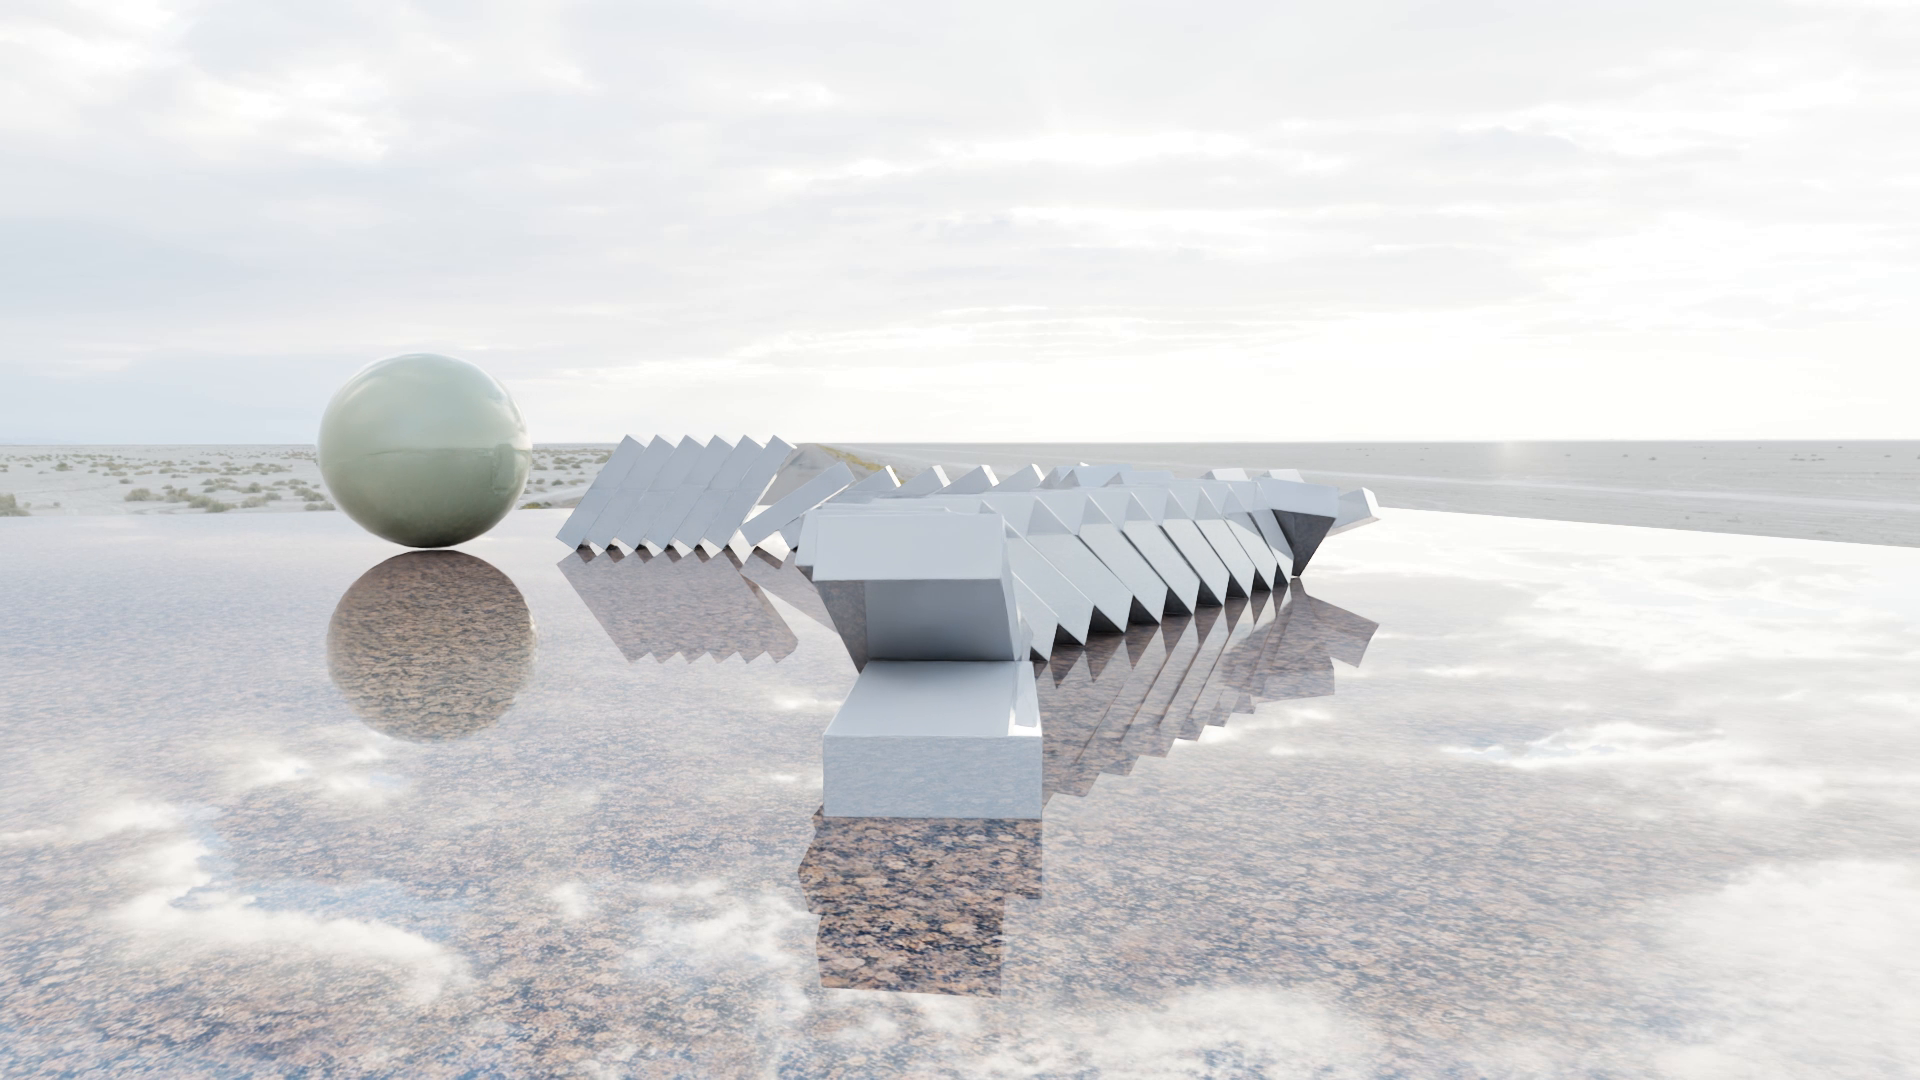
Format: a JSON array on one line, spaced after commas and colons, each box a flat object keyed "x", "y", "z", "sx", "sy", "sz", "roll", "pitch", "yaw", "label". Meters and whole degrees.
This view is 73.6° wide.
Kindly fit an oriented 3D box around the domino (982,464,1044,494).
[{"x": 0.011, "y": -0.013, "z": 0.515, "sx": 0.050, "sy": 0.009, "sz": 0.025, "roll": -30, "pitch": -3, "yaw": 8, "label": "domino"}]

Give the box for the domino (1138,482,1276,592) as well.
[{"x": 0.069, "y": -0.001, "z": 0.358, "sx": 0.025, "sy": 0.009, "sz": 0.050, "roll": 2, "pitch": -24, "yaw": 31, "label": "domino"}]

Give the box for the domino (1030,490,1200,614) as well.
[{"x": 0.037, "y": 0.003, "z": 0.308, "sx": 0.025, "sy": 0.009, "sz": 0.050, "roll": 3, "pitch": -23, "yaw": 31, "label": "domino"}]

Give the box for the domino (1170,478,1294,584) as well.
[{"x": 0.079, "y": -0.002, "z": 0.375, "sx": 0.025, "sy": 0.009, "sz": 0.050, "roll": 4, "pitch": -23, "yaw": 28, "label": "domino"}]

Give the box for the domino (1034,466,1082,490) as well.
[{"x": 0.036, "y": -0.011, "z": 0.481, "sx": 0.025, "sy": 0.009, "sz": 0.050, "roll": -2, "pitch": -27, "yaw": -30, "label": "domino"}]

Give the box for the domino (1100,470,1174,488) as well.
[{"x": 0.050, "y": -0.008, "z": 0.446, "sx": 0.025, "sy": 0.009, "sz": 0.050, "roll": -3, "pitch": -25, "yaw": -38, "label": "domino"}]

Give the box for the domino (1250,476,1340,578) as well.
[{"x": 0.096, "y": -0.003, "z": 0.390, "sx": 0.025, "sy": 0.009, "sz": 0.050, "roll": 8, "pitch": -21, "yaw": 5, "label": "domino"}]

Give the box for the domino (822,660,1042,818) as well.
[{"x": -0.002, "y": 0.025, "z": 0.171, "sx": 0.025, "sy": 0.009, "sz": 0.050, "roll": 0, "pitch": 4, "yaw": 2, "label": "domino"}]

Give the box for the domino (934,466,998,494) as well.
[{"x": -0.009, "y": -0.013, "z": 0.517, "sx": 0.050, "sy": 0.009, "sz": 0.025, "roll": -30, "pitch": -1, "yaw": 8, "label": "domino"}]

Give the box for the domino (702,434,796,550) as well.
[{"x": -0.086, "y": -0.020, "z": 0.525, "sx": 0.009, "sy": 0.050, "sz": 0.025, "roll": 35, "pitch": 1, "yaw": -6, "label": "domino"}]

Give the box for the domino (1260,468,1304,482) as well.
[{"x": 0.090, "y": -0.007, "z": 0.432, "sx": 0.050, "sy": 0.009, "sz": 0.025, "roll": -34, "pitch": -16, "yaw": 32, "label": "domino"}]

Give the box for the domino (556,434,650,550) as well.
[{"x": -0.144, "y": -0.020, "z": 0.522, "sx": 0.009, "sy": 0.050, "sz": 0.025, "roll": 35, "pitch": 1, "yaw": -6, "label": "domino"}]

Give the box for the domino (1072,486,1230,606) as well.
[{"x": 0.048, "y": 0.002, "z": 0.324, "sx": 0.025, "sy": 0.009, "sz": 0.050, "roll": 3, "pitch": -23, "yaw": 31, "label": "domino"}]

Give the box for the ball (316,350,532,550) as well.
[{"x": -0.214, "y": -0.036, "z": 0.517, "sx": 0.080, "sy": 0.080, "sz": 0.080, "roll": 0, "pitch": 4, "yaw": 0, "label": "ball"}]

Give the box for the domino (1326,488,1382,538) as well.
[{"x": 0.112, "y": -0.004, "z": 0.424, "sx": 0.050, "sy": 0.009, "sz": 0.025, "roll": -20, "pitch": -10, "yaw": 23, "label": "domino"}]

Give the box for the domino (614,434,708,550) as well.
[{"x": -0.120, "y": -0.020, "z": 0.524, "sx": 0.009, "sy": 0.050, "sz": 0.025, "roll": 35, "pitch": 1, "yaw": -6, "label": "domino"}]

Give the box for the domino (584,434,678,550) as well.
[{"x": -0.132, "y": -0.020, "z": 0.523, "sx": 0.010, "sy": 0.050, "sz": 0.025, "roll": 35, "pitch": 1, "yaw": -6, "label": "domino"}]

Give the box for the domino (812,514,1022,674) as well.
[{"x": -0.005, "y": 0.011, "z": 0.192, "sx": 0.025, "sy": 0.010, "sz": 0.050, "roll": -1, "pitch": -25, "yaw": 6, "label": "domino"}]

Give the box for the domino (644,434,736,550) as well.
[{"x": -0.109, "y": -0.020, "z": 0.524, "sx": 0.009, "sy": 0.050, "sz": 0.025, "roll": 35, "pitch": 2, "yaw": -6, "label": "domino"}]

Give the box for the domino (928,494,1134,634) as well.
[{"x": 0.015, "y": 0.006, "z": 0.274, "sx": 0.025, "sy": 0.009, "sz": 0.050, "roll": 2, "pitch": -24, "yaw": 33, "label": "domino"}]

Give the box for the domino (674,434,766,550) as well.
[{"x": -0.097, "y": -0.020, "z": 0.525, "sx": 0.010, "sy": 0.050, "sz": 0.025, "roll": 35, "pitch": 1, "yaw": -6, "label": "domino"}]

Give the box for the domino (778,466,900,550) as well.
[{"x": -0.049, "y": -0.013, "z": 0.524, "sx": 0.050, "sy": 0.009, "sz": 0.025, "roll": -30, "pitch": 4, "yaw": 2, "label": "domino"}]

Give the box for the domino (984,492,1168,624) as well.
[{"x": 0.026, "y": 0.005, "z": 0.291, "sx": 0.025, "sy": 0.010, "sz": 0.050, "roll": 2, "pitch": -23, "yaw": 31, "label": "domino"}]

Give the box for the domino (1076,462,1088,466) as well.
[{"x": 0.030, "y": -0.013, "z": 0.510, "sx": 0.050, "sy": 0.009, "sz": 0.025, "roll": -31, "pitch": -6, "yaw": 12, "label": "domino"}]

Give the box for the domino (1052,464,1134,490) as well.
[{"x": 0.040, "y": -0.010, "z": 0.461, "sx": 0.025, "sy": 0.010, "sz": 0.050, "roll": -6, "pitch": -25, "yaw": -31, "label": "domino"}]

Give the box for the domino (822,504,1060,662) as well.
[{"x": -0.003, "y": 0.009, "z": 0.239, "sx": 0.025, "sy": 0.009, "sz": 0.050, "roll": 2, "pitch": -23, "yaw": 30, "label": "domino"}]

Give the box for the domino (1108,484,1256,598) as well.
[{"x": 0.059, "y": 0.001, "z": 0.341, "sx": 0.025, "sy": 0.009, "sz": 0.050, "roll": 3, "pitch": -23, "yaw": 31, "label": "domino"}]

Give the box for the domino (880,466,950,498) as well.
[{"x": -0.029, "y": -0.013, "z": 0.521, "sx": 0.050, "sy": 0.009, "sz": 0.025, "roll": -30, "pitch": 1, "yaw": 7, "label": "domino"}]

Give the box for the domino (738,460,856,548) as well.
[{"x": -0.066, "y": -0.015, "z": 0.527, "sx": 0.050, "sy": 0.010, "sz": 0.025, "roll": -33, "pitch": 4, "yaw": -2, "label": "domino"}]

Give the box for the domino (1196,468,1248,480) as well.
[{"x": 0.074, "y": -0.008, "z": 0.440, "sx": 0.050, "sy": 0.009, "sz": 0.025, "roll": -35, "pitch": -16, "yaw": 32, "label": "domino"}]

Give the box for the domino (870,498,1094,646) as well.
[{"x": 0.005, "y": 0.007, "z": 0.257, "sx": 0.025, "sy": 0.009, "sz": 0.050, "roll": 2, "pitch": -24, "yaw": 33, "label": "domino"}]

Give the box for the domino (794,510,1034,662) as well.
[{"x": -0.006, "y": 0.010, "z": 0.216, "sx": 0.025, "sy": 0.009, "sz": 0.050, "roll": 1, "pitch": -24, "yaw": 18, "label": "domino"}]
